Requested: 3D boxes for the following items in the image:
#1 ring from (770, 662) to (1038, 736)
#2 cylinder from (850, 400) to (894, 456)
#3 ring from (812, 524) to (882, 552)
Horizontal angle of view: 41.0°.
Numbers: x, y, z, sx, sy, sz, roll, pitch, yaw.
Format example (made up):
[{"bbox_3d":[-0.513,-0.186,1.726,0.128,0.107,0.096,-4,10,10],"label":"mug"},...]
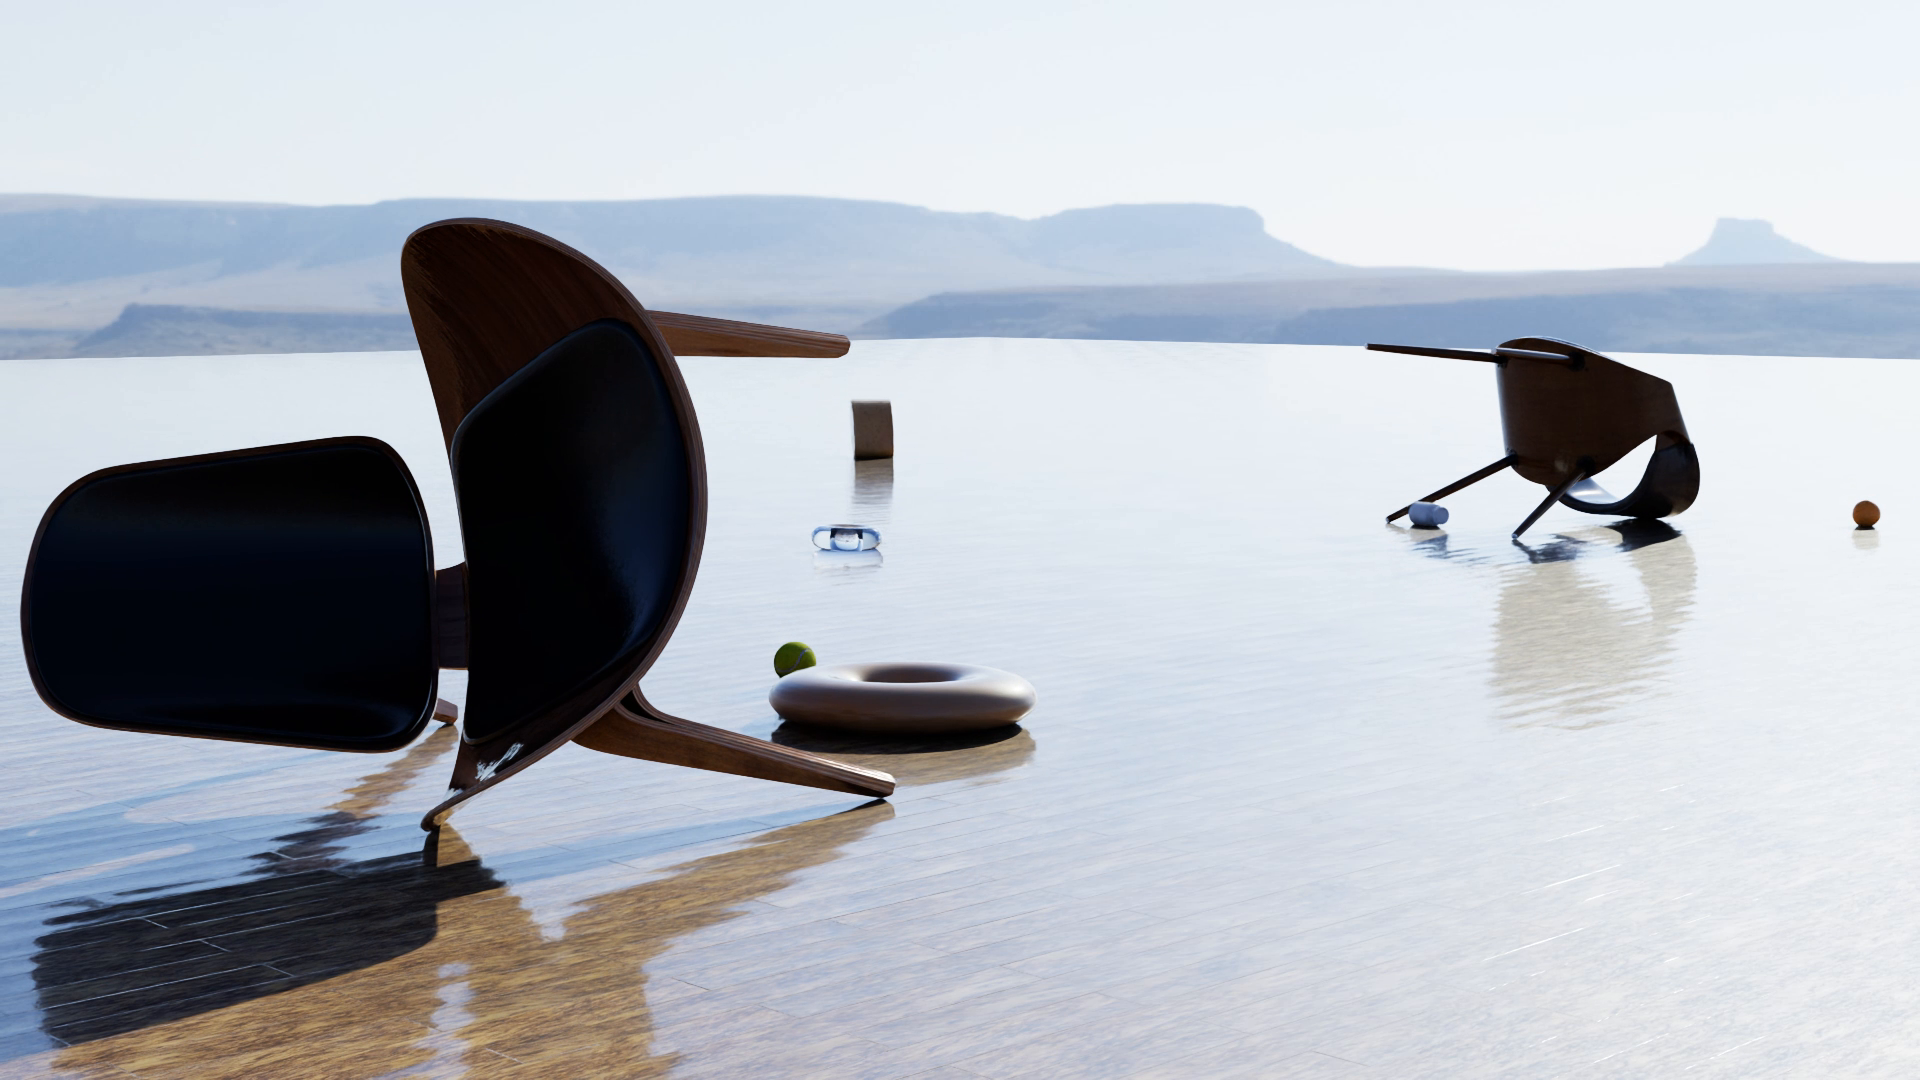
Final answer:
[{"bbox_3d":[-0.085,0.233,3.800,0.407,0.075,0.349,2,6,21],"label":"ring"},{"bbox_3d":[-0.323,-0.410,9.394,0.144,0.252,0.128,-1,-37,-8],"label":"cylinder"},{"bbox_3d":[-0.273,-0.006,6.202,0.176,0.057,0.156,3,5,14],"label":"ring"}]
